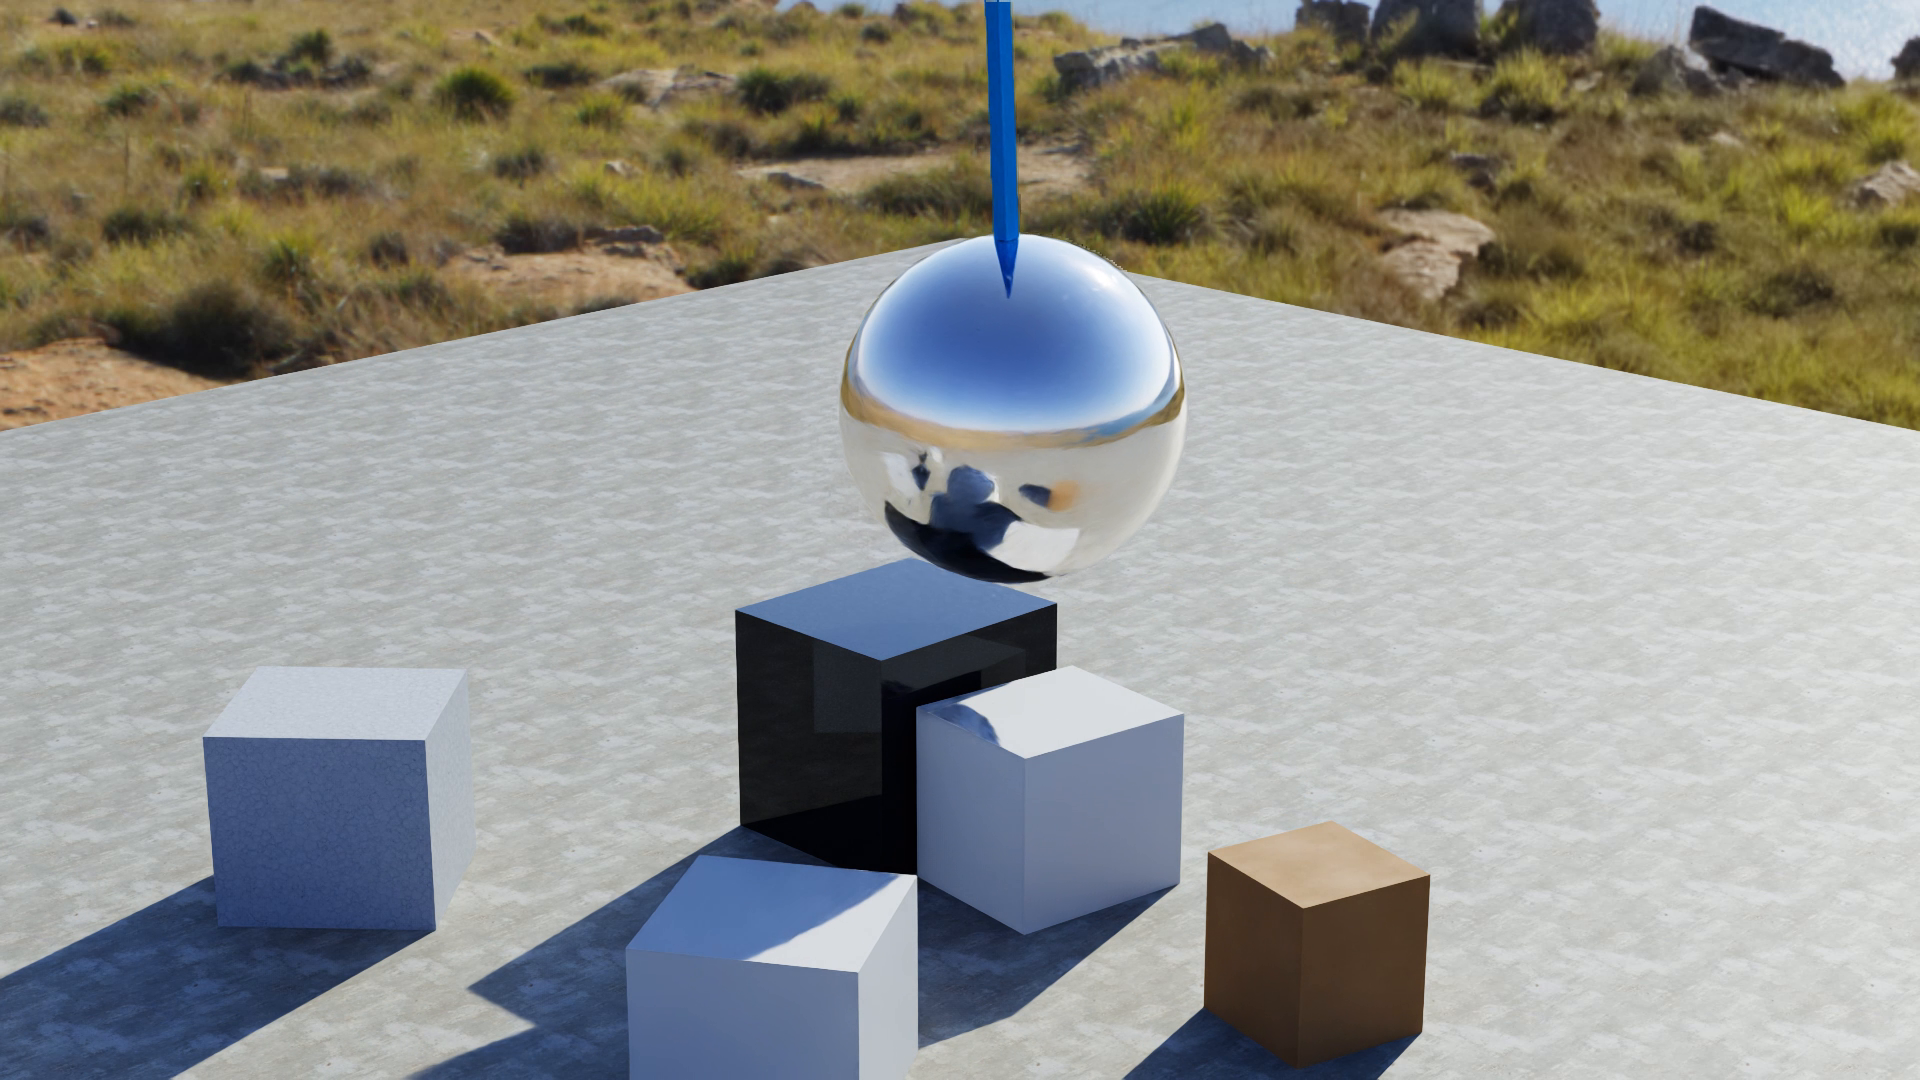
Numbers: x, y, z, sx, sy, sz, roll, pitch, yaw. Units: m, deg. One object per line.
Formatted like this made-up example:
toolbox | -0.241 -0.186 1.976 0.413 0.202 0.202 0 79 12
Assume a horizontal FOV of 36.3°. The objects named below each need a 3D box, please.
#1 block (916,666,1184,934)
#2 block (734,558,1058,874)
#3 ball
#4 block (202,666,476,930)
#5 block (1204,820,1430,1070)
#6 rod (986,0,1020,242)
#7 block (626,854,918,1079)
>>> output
block | 0.404 1.158 13.278 0.908 0.829 0.789 -13 22 -35
block | -0.296 0.829 13.895 1.138 1.087 0.994 -17 24 -42
ball | 0.240 -0.600 13.405 1.600 1.600 1.600 0 17 0
block | -2.768 1.148 13.198 0.969 0.895 0.894 1 17 2
block | 1.448 1.639 11.962 0.635 0.700 0.644 -10 20 -29
rod | 0.104 -3.797 12.257 0.080 5.200 0.080 17 27 42
block | -0.707 1.791 11.349 0.897 0.777 0.888 4 18 13
